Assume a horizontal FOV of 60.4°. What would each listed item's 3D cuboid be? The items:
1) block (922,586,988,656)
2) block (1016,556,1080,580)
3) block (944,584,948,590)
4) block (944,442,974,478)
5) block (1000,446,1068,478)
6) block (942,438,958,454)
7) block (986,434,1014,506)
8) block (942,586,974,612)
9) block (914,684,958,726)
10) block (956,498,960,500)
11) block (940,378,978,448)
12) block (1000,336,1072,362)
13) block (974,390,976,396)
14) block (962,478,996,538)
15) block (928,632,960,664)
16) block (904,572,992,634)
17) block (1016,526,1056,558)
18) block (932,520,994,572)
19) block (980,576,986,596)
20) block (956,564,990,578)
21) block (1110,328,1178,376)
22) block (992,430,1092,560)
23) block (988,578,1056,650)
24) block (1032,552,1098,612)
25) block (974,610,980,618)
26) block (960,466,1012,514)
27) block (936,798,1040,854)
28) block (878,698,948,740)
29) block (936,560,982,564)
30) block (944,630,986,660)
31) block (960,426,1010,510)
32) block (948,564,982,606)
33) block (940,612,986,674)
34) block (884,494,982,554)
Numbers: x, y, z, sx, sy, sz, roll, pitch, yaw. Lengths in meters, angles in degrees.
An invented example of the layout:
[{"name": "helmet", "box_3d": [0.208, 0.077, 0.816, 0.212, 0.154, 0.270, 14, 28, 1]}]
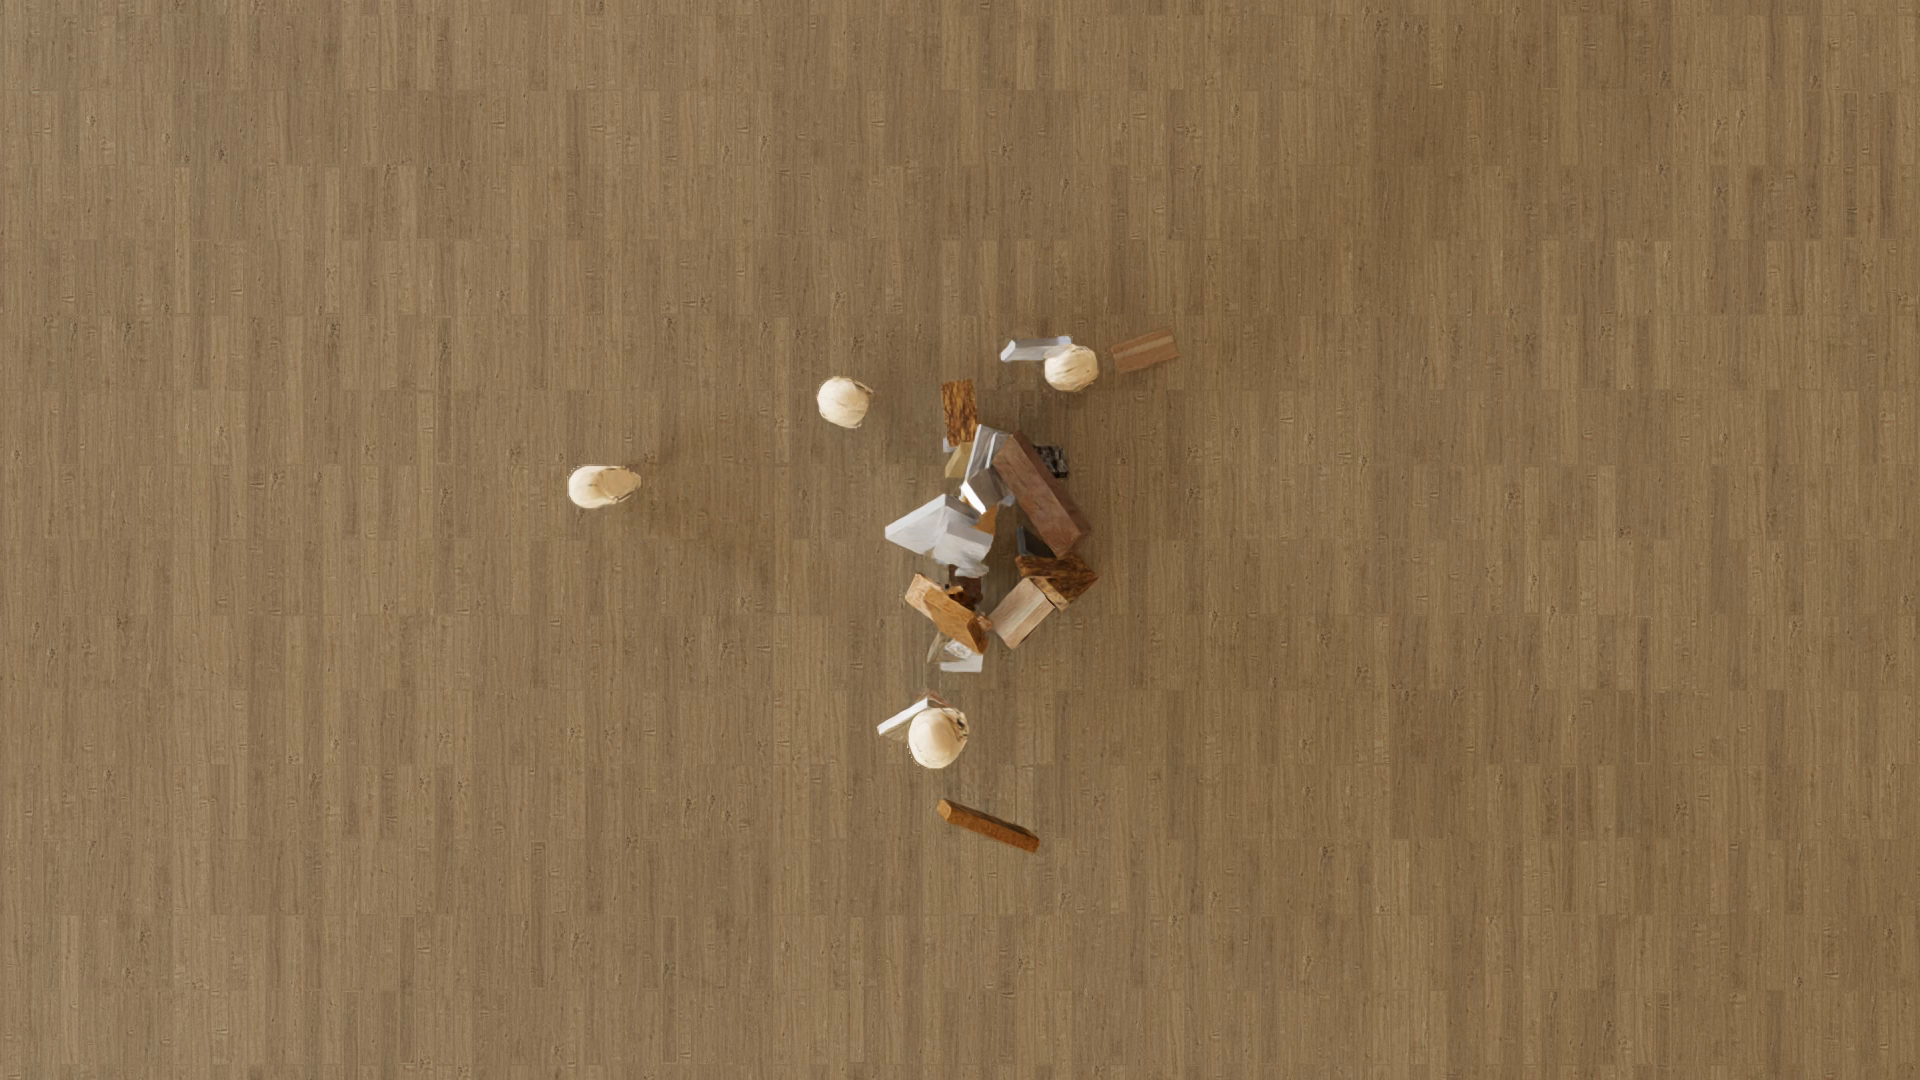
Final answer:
[{"name": "block", "box_3d": [-0.010, 0.235, 4.746, 0.152, 0.303, 0.043, 31, 78, 18]}, {"name": "block", "box_3d": [0.279, 0.089, 5.189, 0.019, 0.349, 0.066, -30, 73, 27]}, {"name": "block", "box_3d": [0.002, 0.158, 5.395, 0.105, 0.210, 0.030, 1, 89, 0]}, {"name": "block", "box_3d": [0.037, -0.260, 5.365, 0.124, 0.248, 0.035, -4, 74, -14]}, {"name": "block", "box_3d": [0.233, -0.249, 5.166, 0.202, 0.029, 0.101, 3, 54, -16]}, {"name": "block", "box_3d": [-0.003, -0.309, 5.396, 0.103, 0.206, 0.029, 0, 87, 0]}, {"name": "block", "box_3d": [0.135, -0.220, 5.180, 0.105, 0.030, 0.211, 19, 69, -16]}, {"name": "block", "box_3d": [-0.007, 0.178, 4.785, 0.067, 0.134, 0.019, -17, 59, 9]}, {"name": "block", "box_3d": [-0.080, 0.543, 5.404, 0.132, 0.019, 0.066, 39, 92, 7]}, {"name": "block", "box_3d": [0.015, -0.086, 5.371, 0.124, 0.248, 0.035, -4, 76, -5]}, {"name": "block", "box_3d": [0.002, -0.406, 5.278, 0.103, 0.029, 0.206, -7, 90, 0]}, {"name": "block", "box_3d": [0.239, -0.600, 5.183, 0.202, 0.101, 0.029, -7, 74, -26]}, {"name": "block", "box_3d": [-0.003, -0.454, 5.396, 0.103, 0.206, 0.029, 0, 83, 0]}, {"name": "block", "box_3d": [0.058, -0.092, 5.122, 0.105, 0.211, 0.030, 20, 133, -16]}, {"name": "block", "box_3d": [-0.035, 0.335, 5.117, 0.100, 0.200, 0.028, -1, 67, -12]}, {"name": "block", "box_3d": [-0.040, 0.224, 5.243, 0.352, 0.028, 0.100, 33, 103, 40]}, {"name": "block", "box_3d": [0.252, 0.042, 5.243, 0.027, 0.095, 0.190, -31, 133, 26]}, {"name": "block", "box_3d": [0.007, 0.019, 4.679, 0.133, 0.266, 0.038, 18, 73, -4]}, {"name": "block", "box_3d": [0.013, 0.079, 5.275, 0.105, 0.030, 0.210, -10, 90, 0]}, {"name": "block", "box_3d": [0.036, 0.091, 4.885, 0.066, 0.132, 0.019, 8, 79, -15]}, {"name": "block", "box_3d": [0.613, -0.628, 5.486, 0.202, 0.029, 0.101, -18, 90, 0]}, {"name": "block", "box_3d": [0.242, -0.135, 4.983, 0.043, 0.152, 0.383, -20, 67, -36]}, {"name": "block", "box_3d": [0.204, 0.231, 5.382, 0.137, 0.039, 0.274, 48, 134, 8]}, {"name": "block", "box_3d": [0.346, 0.128, 5.367, 0.137, 0.275, 0.039, 46, 120, 4]}, {"name": "block", "box_3d": [0.011, 0.249, 4.934, 0.067, 0.134, 0.019, 9, 51, -8]}, {"name": "block", "box_3d": [0.090, -0.161, 5.059, 0.030, 0.211, 0.105, -36, 90, 36]}, {"name": "block", "box_3d": [0.087, 0.887, 5.129, 0.303, 0.152, 0.043, 23, 89, -14]}, {"name": "block", "box_3d": [-0.145, 0.554, 5.079, 0.200, 0.100, 0.028, -32, 54, 26]}, {"name": "block", "box_3d": [0.002, 0.033, 4.968, 0.133, 0.266, 0.038, 1, 98, 2]}, {"name": "block", "box_3d": [0.017, 0.306, 4.958, 0.067, 0.019, 0.134, 25, 132, -17]}, {"name": "block", "box_3d": [0.089, -0.228, 5.232, 0.124, 0.035, 0.248, 15, 87, -16]}, {"name": "block", "box_3d": [0.014, 0.123, 4.985, 0.095, 0.190, 0.027, 5, 126, -6]}, {"name": "block", "box_3d": [0.009, 0.332, 5.385, 0.137, 0.275, 0.039, 4, 48, 0]}, {"name": "block", "box_3d": [-0.080, -0.044, 4.740, 0.133, 0.273, 0.038, 25, 54, -33]}]
